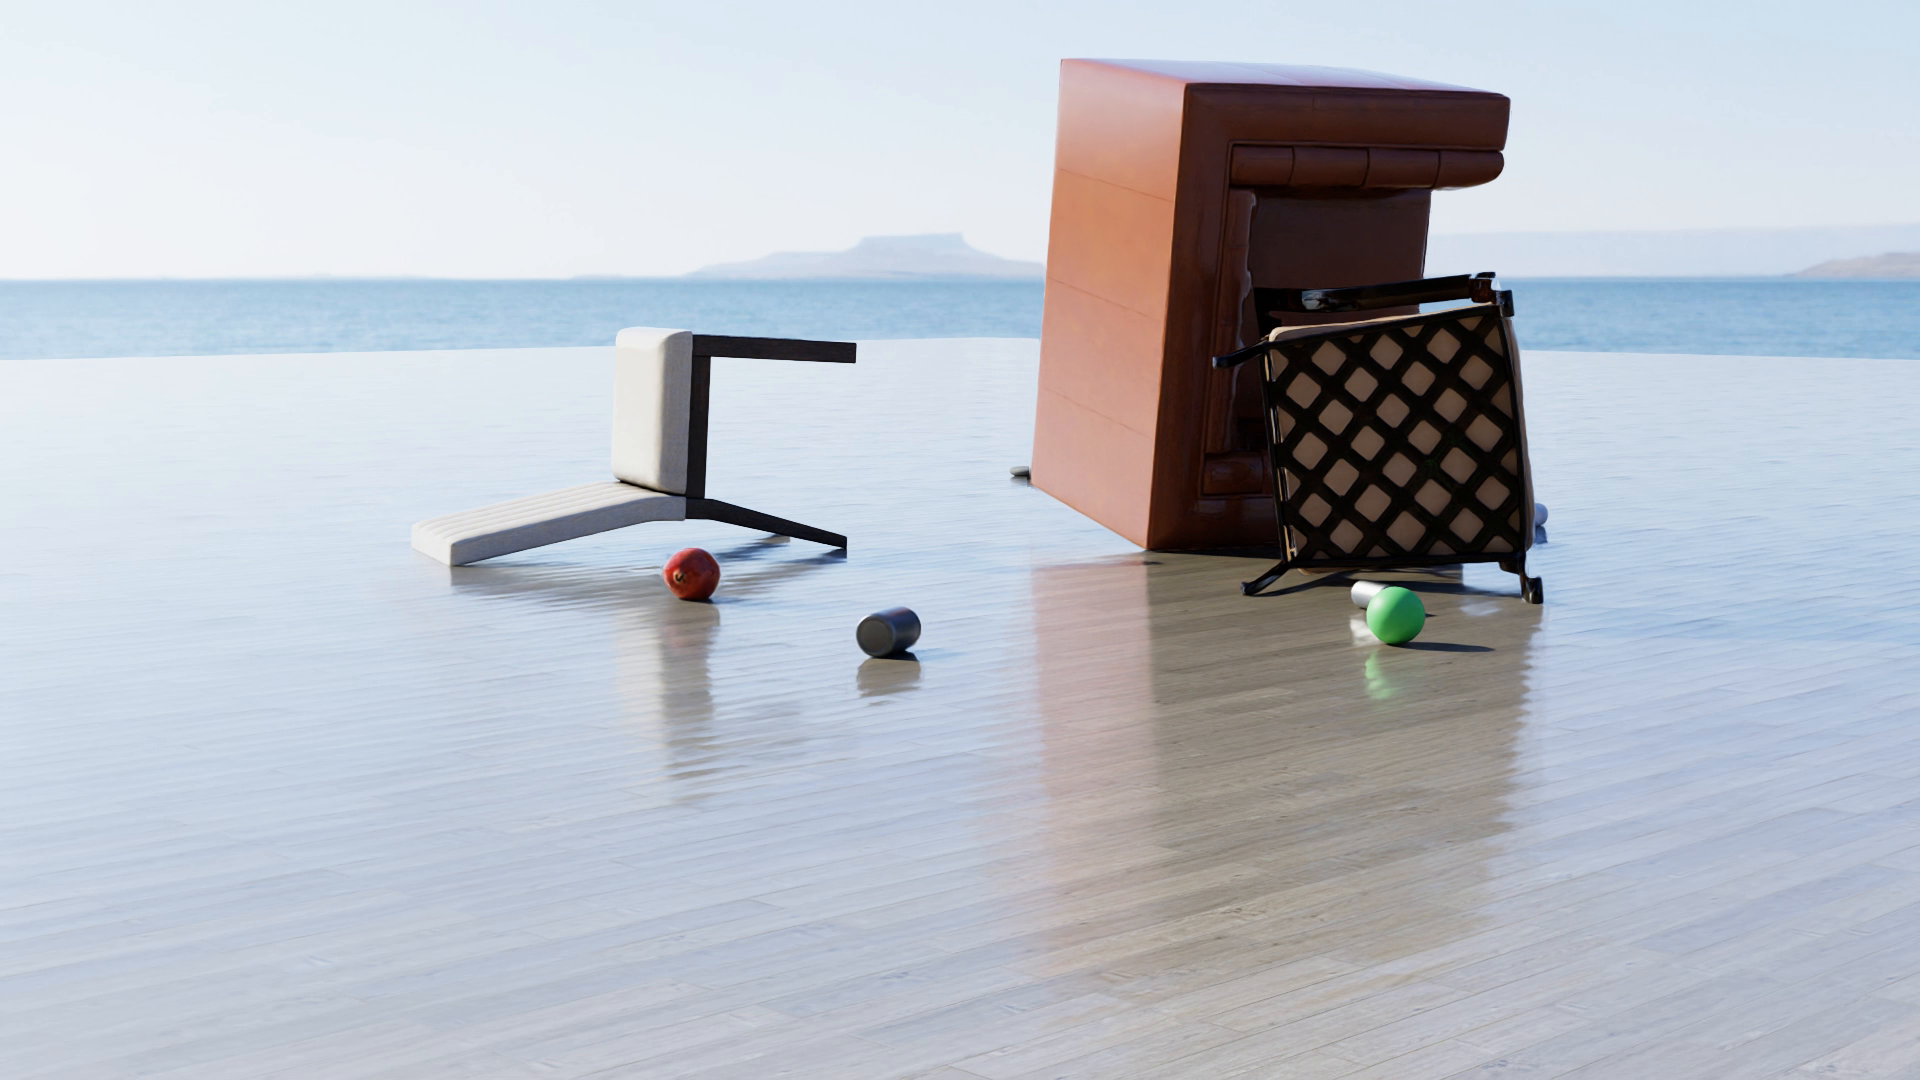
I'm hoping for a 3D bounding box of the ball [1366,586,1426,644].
[{"bbox_3d":[0.781,0.135,4.595,0.104,0.104,0.104,0,6,0],"label":"ball"}]

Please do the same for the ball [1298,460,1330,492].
[{"bbox_3d":[1.079,-0.193,7.811,0.097,0.097,0.097,0,6,0],"label":"ball"}]

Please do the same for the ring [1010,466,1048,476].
[{"bbox_3d":[0.227,-0.227,8.477,0.130,0.029,0.102,3,6,17],"label":"ring"}]
